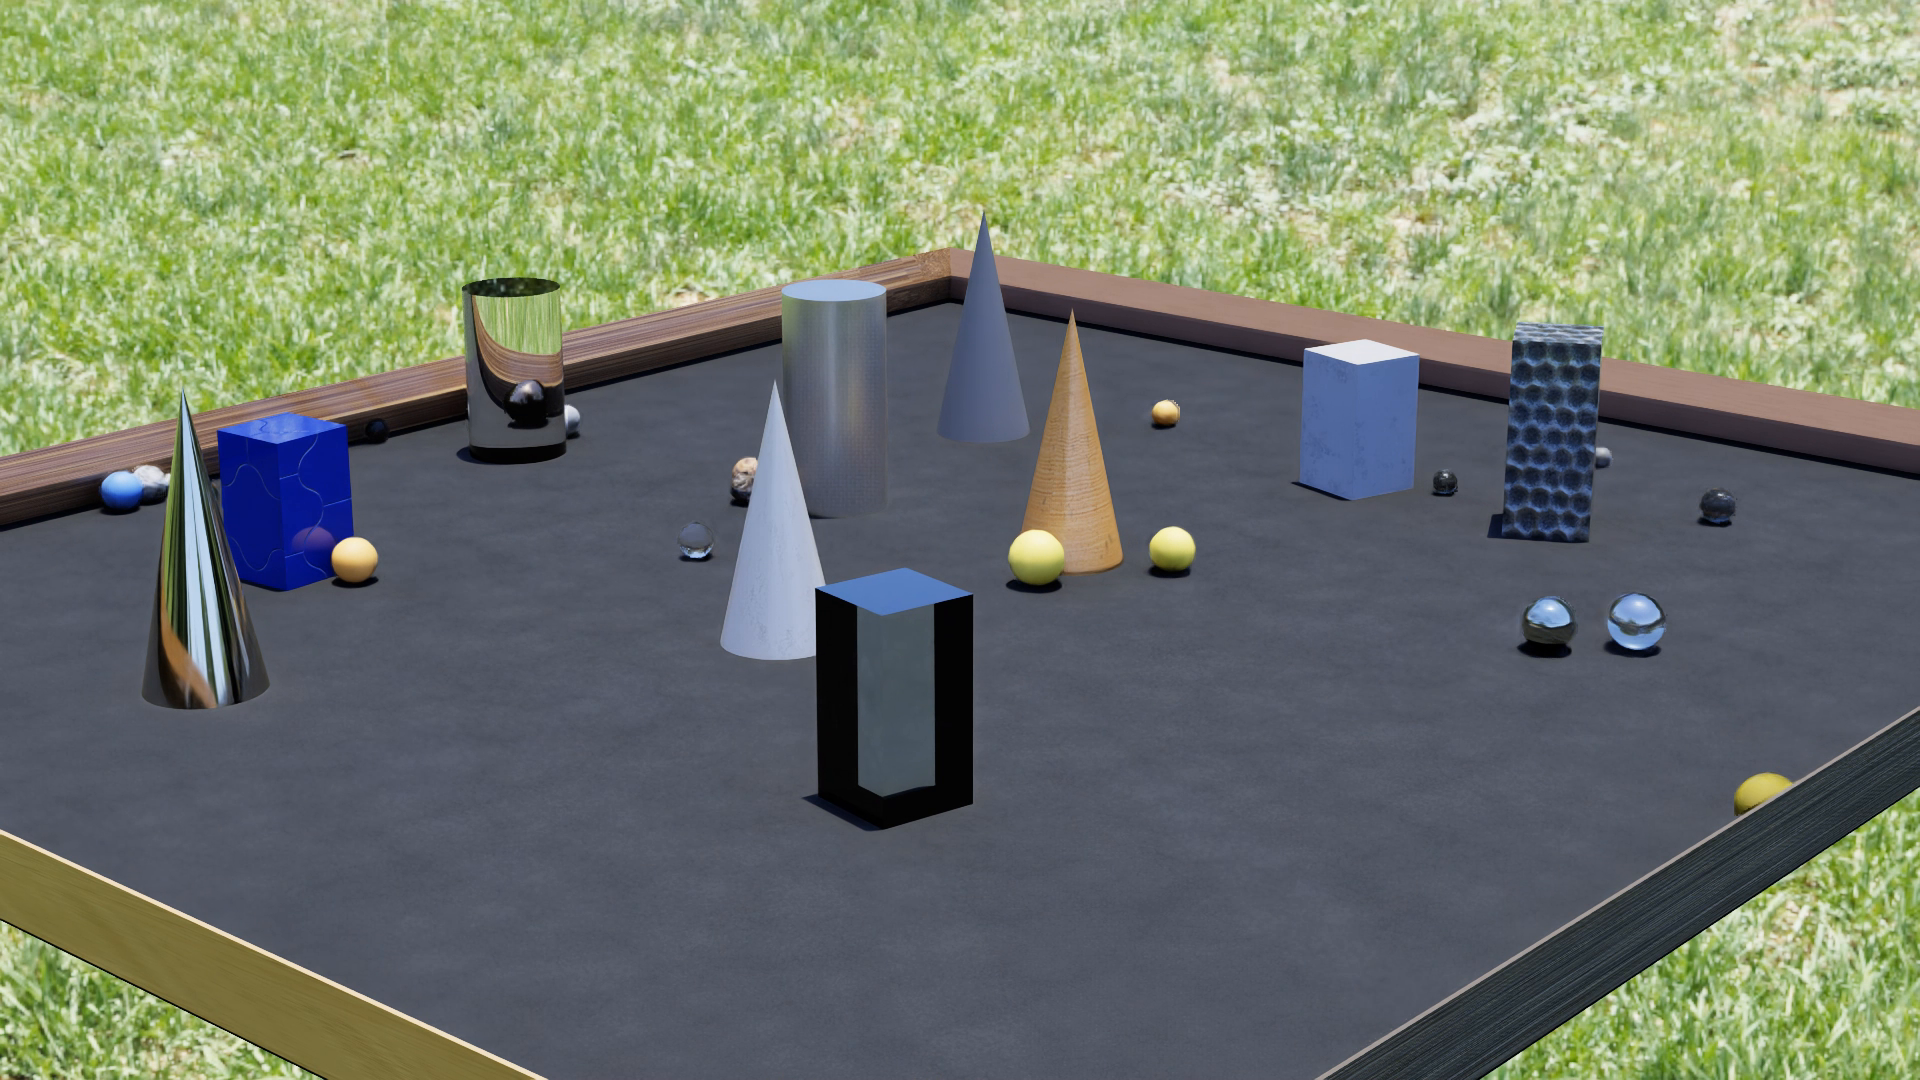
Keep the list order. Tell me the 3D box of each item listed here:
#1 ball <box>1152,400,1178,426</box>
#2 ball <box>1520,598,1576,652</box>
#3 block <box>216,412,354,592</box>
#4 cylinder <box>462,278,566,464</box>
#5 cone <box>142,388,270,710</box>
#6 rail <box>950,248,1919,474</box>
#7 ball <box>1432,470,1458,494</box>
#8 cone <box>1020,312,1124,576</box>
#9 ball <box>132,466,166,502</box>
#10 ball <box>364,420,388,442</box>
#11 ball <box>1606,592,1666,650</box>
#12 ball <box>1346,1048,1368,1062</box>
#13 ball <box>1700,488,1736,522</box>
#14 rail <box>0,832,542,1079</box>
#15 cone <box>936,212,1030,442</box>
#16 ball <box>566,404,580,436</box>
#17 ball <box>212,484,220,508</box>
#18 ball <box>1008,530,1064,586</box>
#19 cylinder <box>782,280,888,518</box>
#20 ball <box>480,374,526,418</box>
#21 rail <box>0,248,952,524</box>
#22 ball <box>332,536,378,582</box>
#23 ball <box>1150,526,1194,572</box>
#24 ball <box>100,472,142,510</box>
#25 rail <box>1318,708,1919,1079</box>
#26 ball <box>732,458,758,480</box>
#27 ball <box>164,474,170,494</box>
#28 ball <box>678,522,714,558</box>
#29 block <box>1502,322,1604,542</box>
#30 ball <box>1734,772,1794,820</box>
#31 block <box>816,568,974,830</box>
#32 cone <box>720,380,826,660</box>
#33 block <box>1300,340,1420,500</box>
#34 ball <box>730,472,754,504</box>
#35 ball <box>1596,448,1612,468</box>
[{"bbox_3d":[0.437,-0.270,6.255,0.055,0.055,0.055,0,17,0],"label":"ball"},{"bbox_3d":[0.971,0.139,4.839,0.089,0.089,0.089,0,17,0],"label":"ball"},{"bbox_3d":[-1.199,-0.070,5.224,0.159,0.268,0.159,12,21,35],"label":"block"},{"bbox_3d":[-0.913,-0.348,6.011,0.199,0.346,0.199,0,17,0],"label":"cylinder"},{"bbox_3d":[-1.201,-0.002,4.601,0.199,0.496,0.199,0,17,0],"label":"cone"},{"bbox_3d":[1.206,-0.368,6.450,3.307,0.129,0.045,14,22,39],"label":"rail"},{"bbox_3d":[0.951,-0.114,5.751,0.048,0.048,0.048,0,17,0],"label":"ball"},{"bbox_3d":[0.199,-0.189,5.270,0.199,0.468,0.199,0,17,0],"label":"cone"},{"bbox_3d":[-1.578,-0.110,5.699,0.070,0.070,0.070,0,17,0],"label":"ball"},{"bbox_3d":[-1.221,-0.228,6.131,0.046,0.046,0.046,0,17,0],"label":"ball"},{"bbox_3d":[1.118,0.134,4.845,0.095,0.095,0.095,0,17,0],"label":"ball"},{"bbox_3d":[0.466,0.608,3.323,0.065,0.065,0.065,0,17,0],"label":"ball"},{"bbox_3d":[1.437,-0.065,5.558,0.066,0.066,0.066,0,17,0],"label":"ball"},{"bbox_3d":[-1.206,0.433,3.789,3.307,0.129,0.045,14,22,39],"label":"rail"},{"bbox_3d":[0.050,-0.460,6.155,0.199,0.477,0.199,0,17,0],"label":"cone"},{"bbox_3d":[-0.833,-0.252,6.178,0.066,0.066,0.066,0,17,0],"label":"ball"},{"bbox_3d":[-1.445,-0.076,5.570,0.080,0.080,0.080,0,17,0],"label":"ball"},{"bbox_3d":[0.135,0.032,5.177,0.100,0.100,0.100,0,17,0],"label":"ball"},{"bbox_3d":[-0.240,-0.272,5.628,0.199,0.422,0.199,0,17,0],"label":"cylinder"},{"bbox_3d":[-0.984,-0.311,6.319,0.097,0.097,0.097,0,17,0],"label":"ball"},{"bbox_3d":[-1.231,-0.276,6.143,0.045,0.129,3.728,14,22,39],"label":"rail"},{"bbox_3d":[-1.073,0.035,5.198,0.081,0.081,0.081,0,17,0],"label":"ball"},{"bbox_3d":[0.380,0.018,5.255,0.082,0.082,0.082,0,17,0],"label":"ball"},{"bbox_3d":[-1.613,-0.094,5.637,0.076,0.076,0.076,0,17,0],"label":"ball"},{"bbox_3d":[1.231,0.341,4.097,0.045,0.129,3.728,14,22,39],"label":"rail"},{"bbox_3d":[-0.413,-0.126,5.751,0.070,0.070,0.070,0,17,0],"label":"ball"},{"bbox_3d":[-1.549,-0.109,5.748,0.041,0.041,0.041,0,17,0],"label":"ball"},{"bbox_3d":[-0.481,0.000,5.342,0.065,0.065,0.065,0,17,0],"label":"ball"},{"bbox_3d":[1.108,-0.203,5.478,0.159,0.376,0.159,4,17,13],"label":"block"},{"bbox_3d":[1.124,0.368,4.078,0.089,0.089,0.089,0,17,0],"label":"ball"},{"bbox_3d":[-0.093,0.223,4.168,0.159,0.316,0.159,-13,21,-36],"label":"block"},{"bbox_3d":[-0.301,-0.047,4.833,0.199,0.449,0.199,0,17,0],"label":"cone"},{"bbox_3d":[0.786,-0.239,5.777,0.159,0.271,0.159,-11,20,-32],"label":"block"},{"bbox_3d":[-0.414,-0.102,5.688,0.060,0.060,0.060,0,17,0],"label":"ball"},{"bbox_3d":[1.299,-0.167,5.938,0.042,0.042,0.042,0,17,0],"label":"ball"}]
